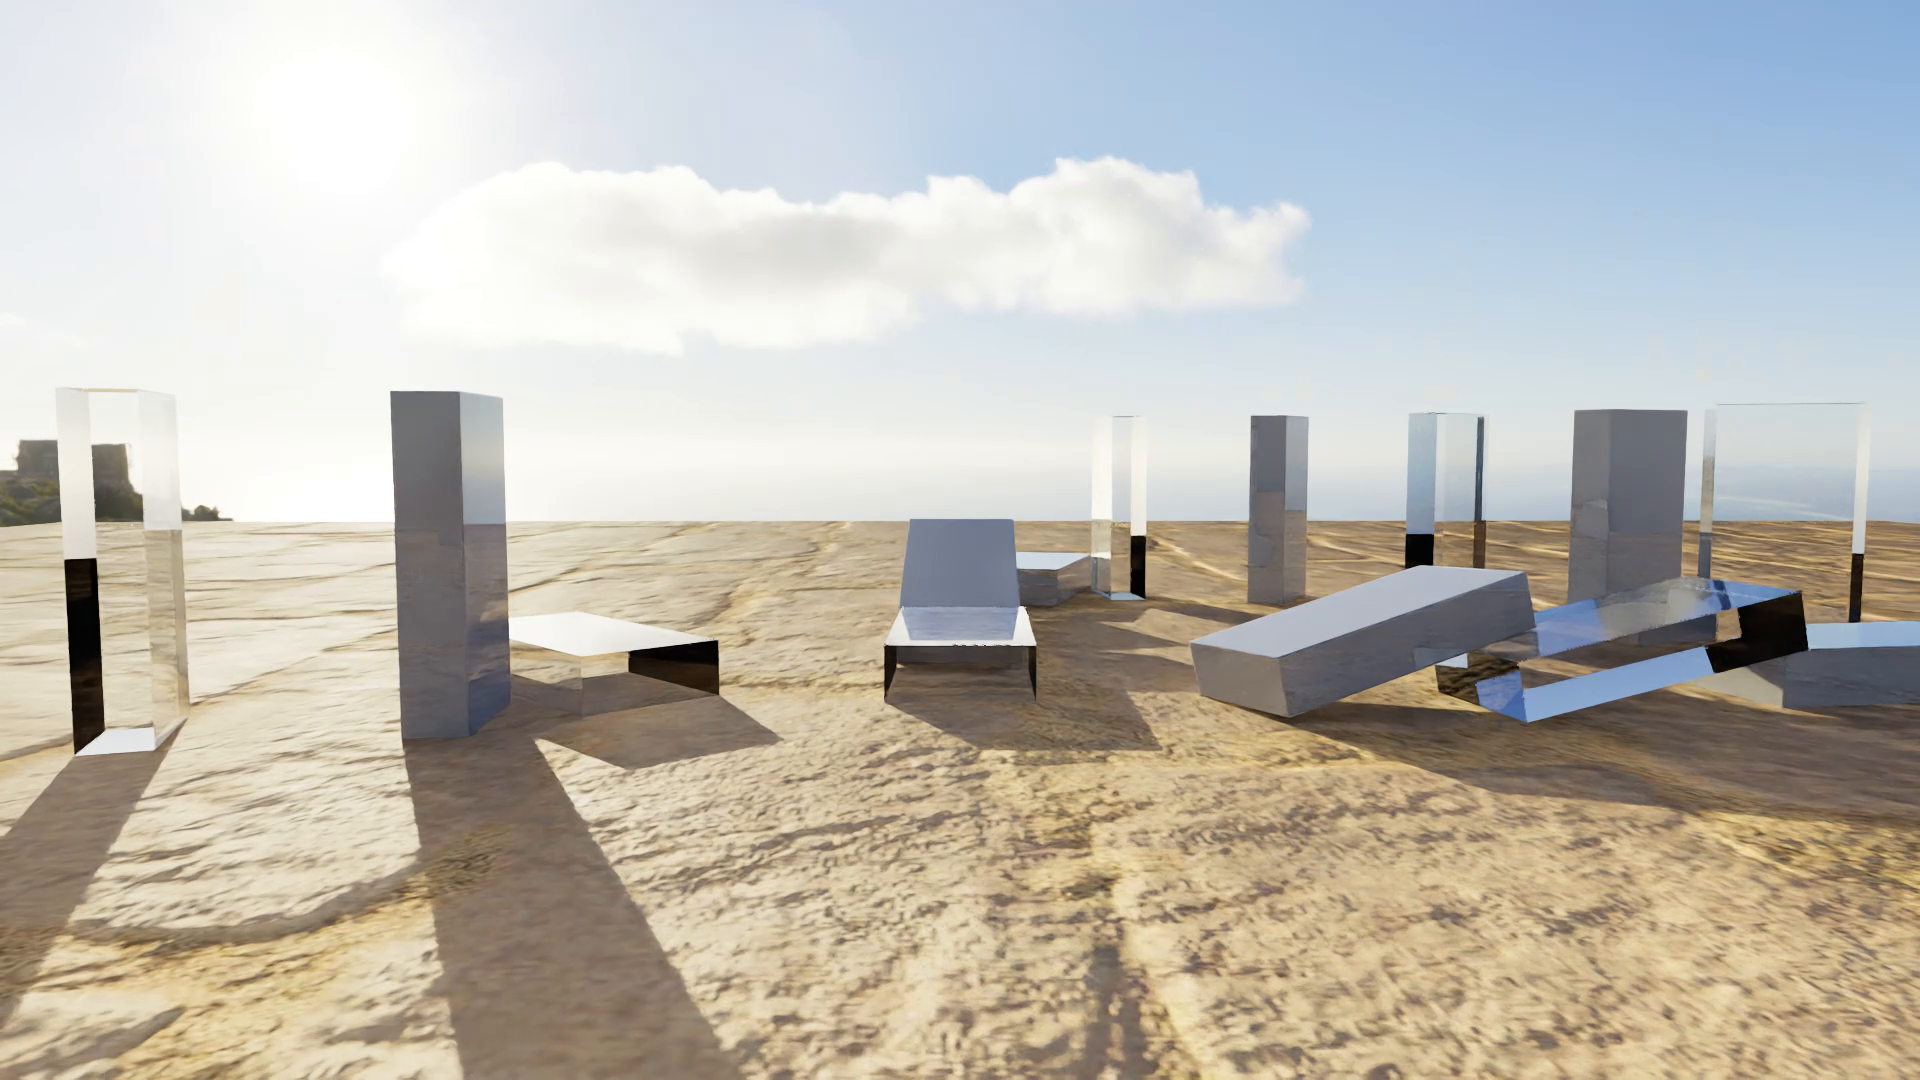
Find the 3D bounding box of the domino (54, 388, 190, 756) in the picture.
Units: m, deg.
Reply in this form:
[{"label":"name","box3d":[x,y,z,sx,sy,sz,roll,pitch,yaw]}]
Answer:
[{"label":"domino","box3d":[-0.121,0.004,0.187,0.009,0.050,0.025,-2,5,-21]}]

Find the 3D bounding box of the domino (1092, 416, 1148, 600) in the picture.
[{"label":"domino","box3d":[0.045,-0.010,0.361,0.009,0.050,0.025,-1,4,-7]}]

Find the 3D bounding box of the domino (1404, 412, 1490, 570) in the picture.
[{"label":"domino","box3d":[0.123,-0.007,0.324,0.025,0.050,0.009,-4,6,-45]}]

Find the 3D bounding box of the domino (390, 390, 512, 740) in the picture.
[{"label":"domino","box3d":[-0.077,0.003,0.196,0.009,0.050,0.025,0,4,-6]}]

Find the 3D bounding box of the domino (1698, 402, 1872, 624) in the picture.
[{"label":"domino","box3d":[0.157,-0.001,0.245,0.025,0.050,0.009,1,5,18]}]

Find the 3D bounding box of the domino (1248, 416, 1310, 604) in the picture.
[{"label":"domino","box3d":[0.087,-0.009,0.351,0.010,0.050,0.025,2,5,28]}]

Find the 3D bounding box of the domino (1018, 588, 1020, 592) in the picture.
[{"label":"domino","box3d":[0.001,0.009,0.321,0.025,0.009,0.050,0,16,0]}]

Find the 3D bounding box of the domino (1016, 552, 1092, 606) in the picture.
[{"label":"domino","box3d":[0.021,0.010,0.366,0.025,0.009,0.050,1,4,16]}]

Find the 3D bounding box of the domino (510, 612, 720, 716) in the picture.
[{"label":"domino","box3d":[-0.067,0.021,0.227,0.025,0.010,0.050,-4,6,-43]}]

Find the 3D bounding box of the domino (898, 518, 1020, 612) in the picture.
[{"label":"domino","box3d":[0.000,0.009,0.289,0.025,0.009,0.050,0,22,1]}]

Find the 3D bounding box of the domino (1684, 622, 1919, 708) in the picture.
[{"label":"domino","box3d":[0.155,0.021,0.223,0.050,0.010,0.025,-1,4,-10]}]

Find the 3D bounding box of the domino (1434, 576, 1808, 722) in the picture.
[{"label":"domino","box3d":[0.108,0.017,0.212,0.050,0.009,0.025,-12,6,-9]}]

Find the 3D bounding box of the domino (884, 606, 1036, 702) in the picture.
[{"label":"domino","box3d":[0.000,0.020,0.236,0.025,0.010,0.050,0,4,1]}]

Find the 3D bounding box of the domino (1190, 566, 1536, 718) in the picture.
[{"label":"domino","box3d":[0.067,0.016,0.214,0.050,0.010,0.025,-16,7,-20]}]

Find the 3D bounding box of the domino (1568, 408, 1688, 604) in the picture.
[{"label":"domino","box3d":[0.150,-0.004,0.288,0.025,0.050,0.010,-2,5,-26]}]
